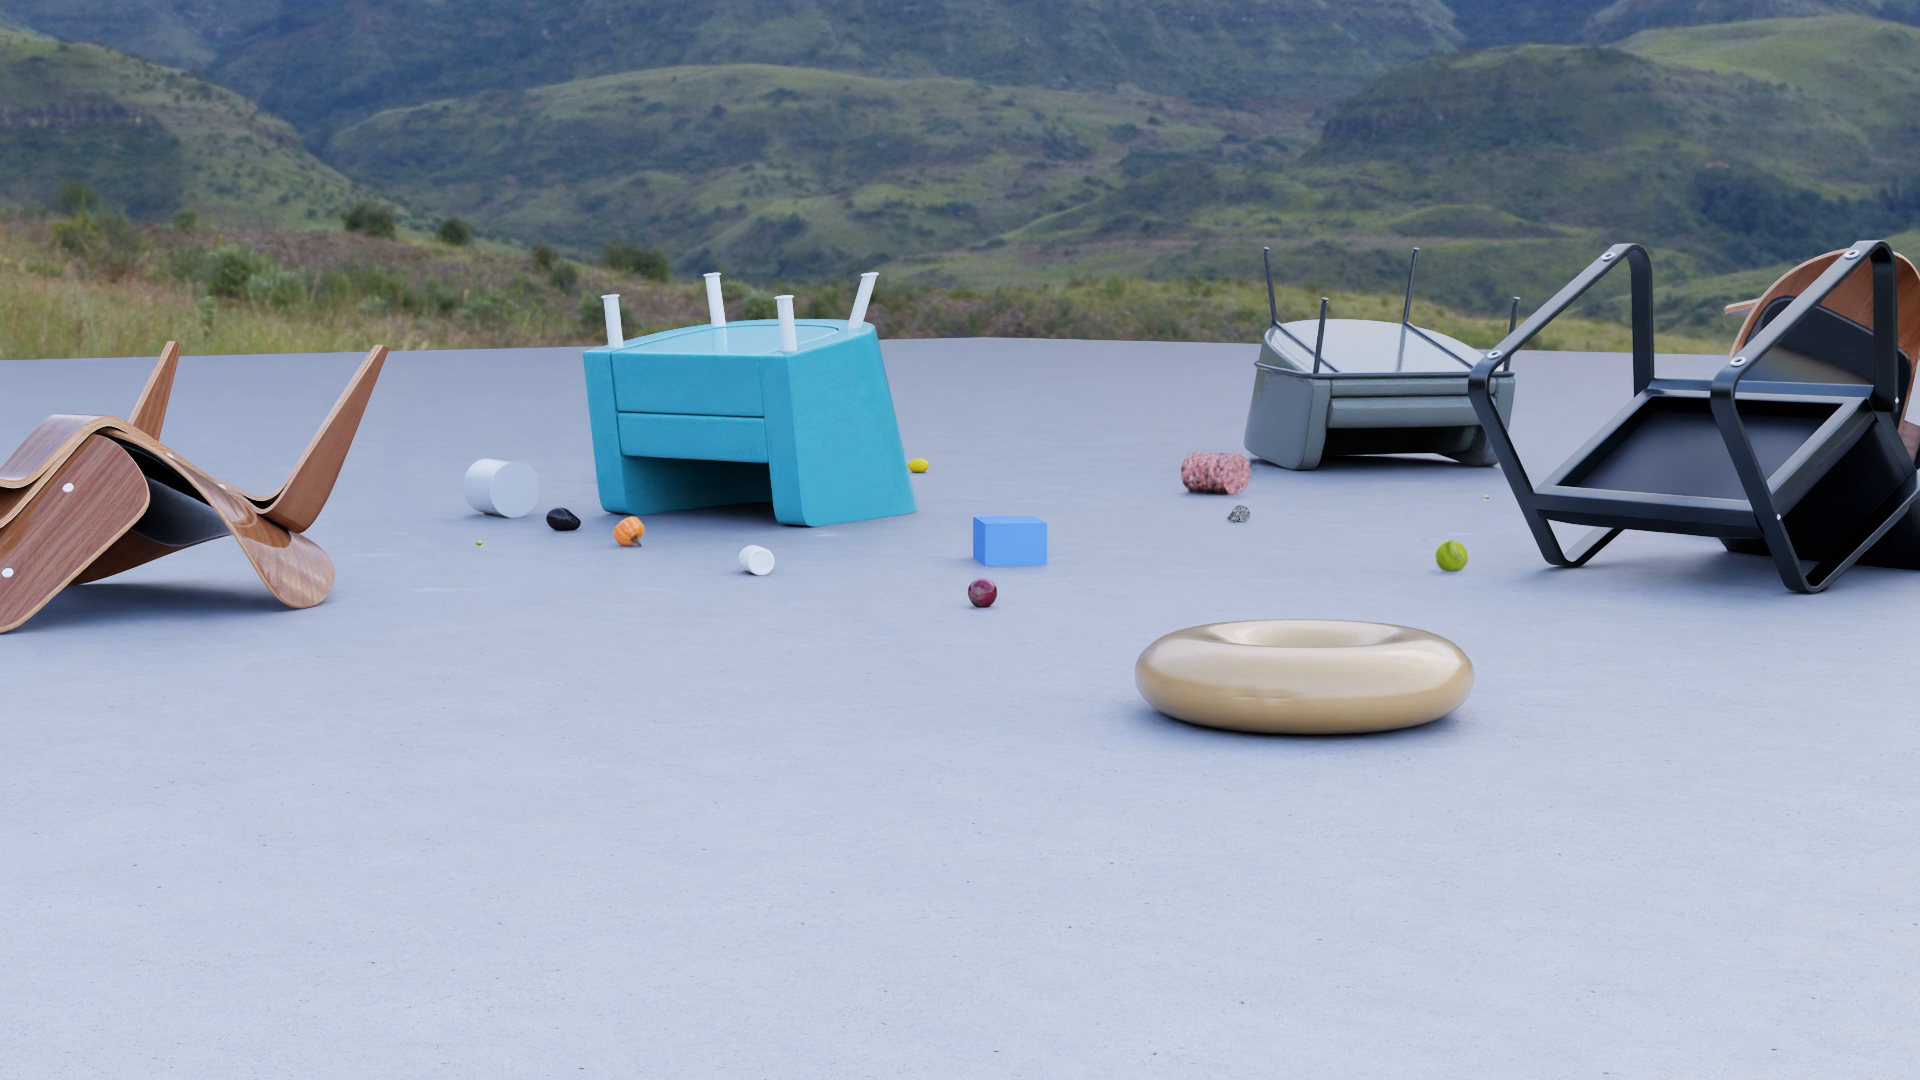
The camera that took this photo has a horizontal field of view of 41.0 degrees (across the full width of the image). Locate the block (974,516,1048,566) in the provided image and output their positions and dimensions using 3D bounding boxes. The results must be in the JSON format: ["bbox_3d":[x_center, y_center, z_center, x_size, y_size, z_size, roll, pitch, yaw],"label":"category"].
[{"bbox_3d":[0.115,0.001,5.934,0.143,0.096,0.181,-1,6,-8],"label":"block"}]

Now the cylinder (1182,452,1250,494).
[{"bbox_3d":[0.777,-0.203,7.798,0.131,0.120,0.164,-15,15,-43],"label":"cylinder"}]

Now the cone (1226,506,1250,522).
[{"bbox_3d":[0.738,-0.063,6.915,0.062,0.047,0.063,-7,-11,-39],"label":"cone"}]

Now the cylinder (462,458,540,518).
[{"bbox_3d":[-1.262,-0.144,7.061,0.150,0.155,0.175,19,-6,-35],"label":"cylinder"}]

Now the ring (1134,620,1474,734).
[{"bbox_3d":[0.516,0.202,3.856,0.506,0.125,0.522,1,5,20],"label":"ring"}]

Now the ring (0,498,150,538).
[{"bbox_3d":[-2.267,-0.057,6.571,0.358,0.082,0.402,-6,9,-41],"label":"ring"}]
